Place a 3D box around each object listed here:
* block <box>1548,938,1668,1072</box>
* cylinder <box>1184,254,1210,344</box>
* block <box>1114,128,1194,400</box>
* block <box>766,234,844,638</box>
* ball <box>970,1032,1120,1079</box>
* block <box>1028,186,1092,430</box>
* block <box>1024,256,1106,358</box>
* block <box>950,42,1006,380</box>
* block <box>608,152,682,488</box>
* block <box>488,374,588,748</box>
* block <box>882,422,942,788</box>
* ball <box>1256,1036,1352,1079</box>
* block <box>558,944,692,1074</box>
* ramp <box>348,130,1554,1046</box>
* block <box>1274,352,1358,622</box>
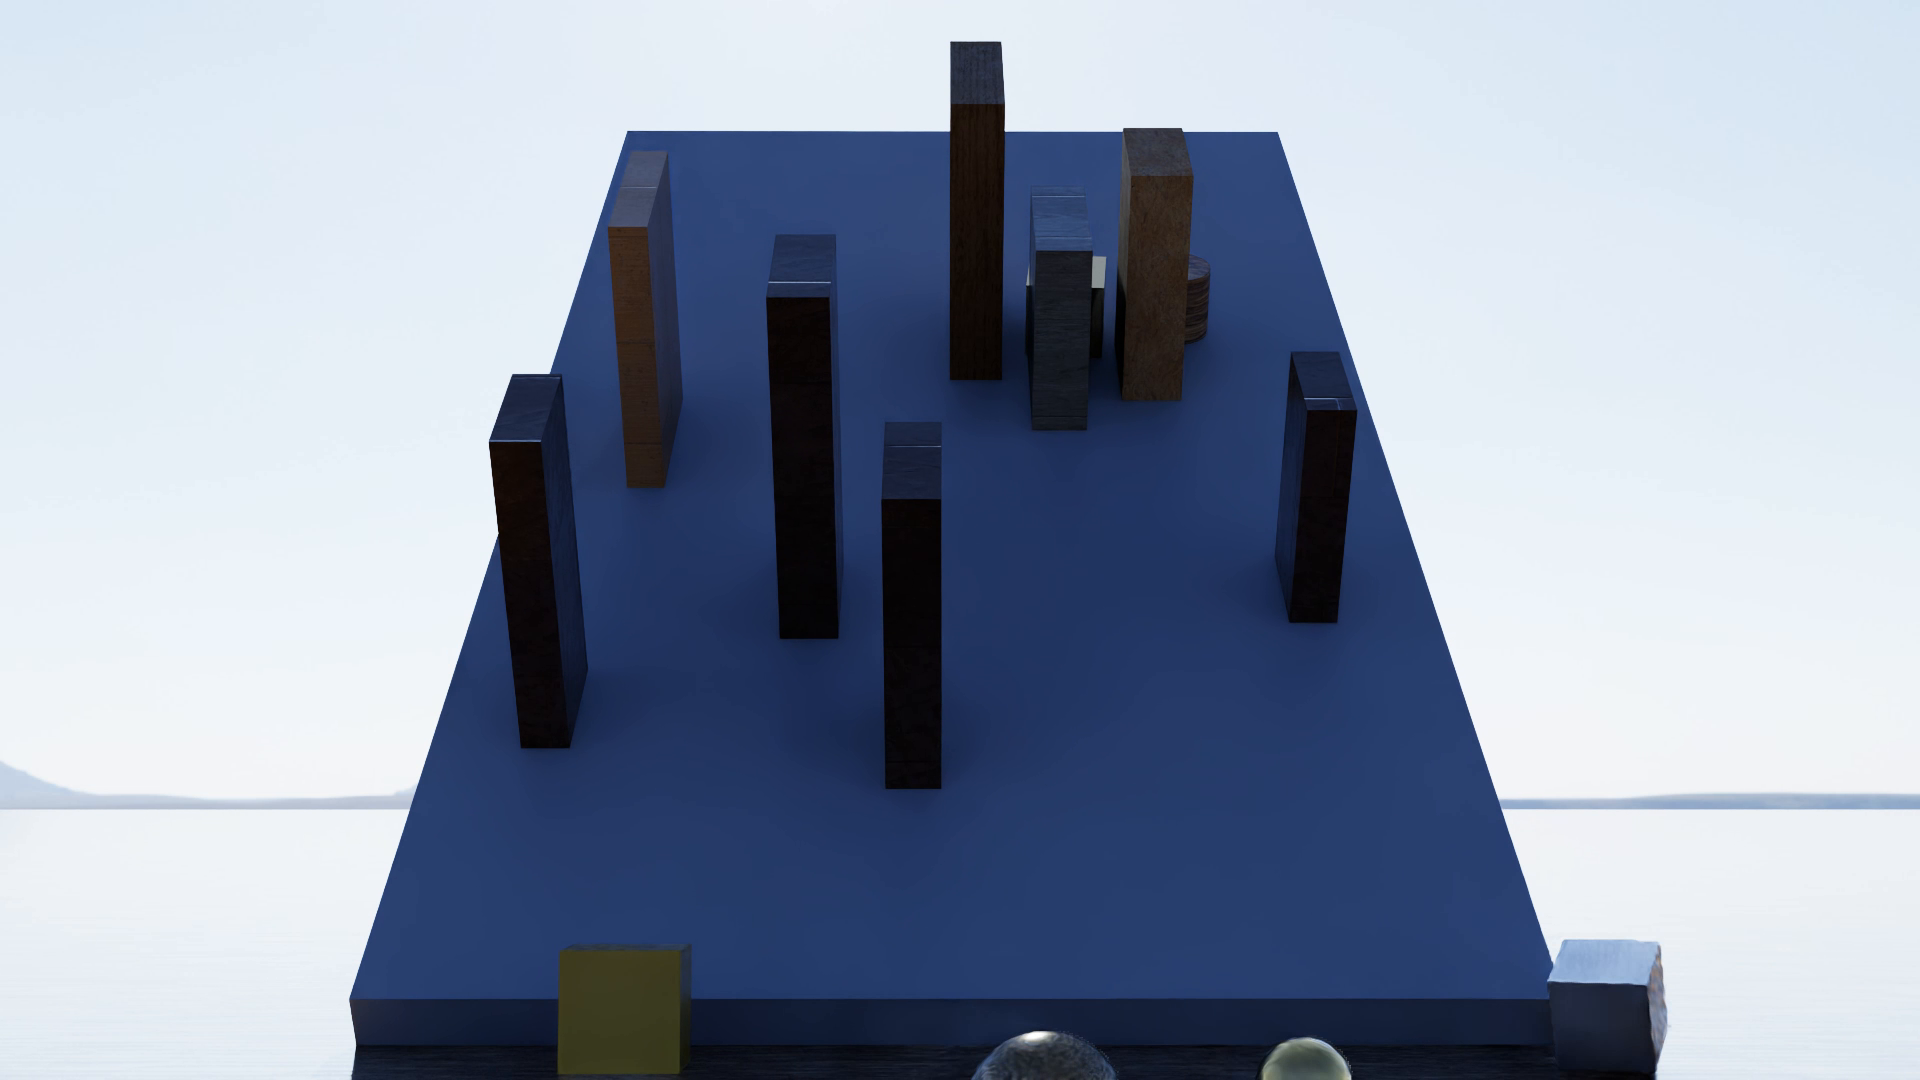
[{"bbox_3d":[0.989,0.708,3.686,0.146,0.146,0.146,-3,16,25],"label":"block"},{"bbox_3d":[0.545,-0.615,6.160,0.177,0.177,0.177,0,30,0],"label":"cylinder"},{"bbox_3d":[0.464,-0.666,5.848,0.143,0.579,0.311,0,30,0],"label":"block"},{"bbox_3d":[-0.307,-0.203,4.867,0.119,0.761,0.300,0,30,0],"label":"block"},{"bbox_3d":[0.087,0.587,2.468,0.168,0.168,0.168,0,-6,0],"label":"ball"},{"bbox_3d":[0.236,-0.557,5.779,0.129,0.460,0.394,0,30,0],"label":"block"},{"bbox_3d":[0.267,-0.591,6.102,0.192,0.192,0.192,2,30,4],"label":"block"},{"bbox_3d":[0.039,-0.814,5.968,0.127,0.711,0.447,0,30,0],"label":"block"},{"bbox_3d":[-0.711,-0.505,5.508,0.084,0.635,0.444,0,30,0],"label":"block"},{"bbox_3d":[-0.787,0.043,4.544,0.092,0.657,0.271,0,30,0],"label":"block"},{"bbox_3d":[-0.086,0.123,4.453,0.103,0.616,0.288,0,30,0],"label":"block"},{"bbox_3d":[0.419,0.664,2.945,0.117,0.117,0.117,0,-6,0],"label":"ball"},{"bbox_3d":[-0.510,0.714,3.695,0.181,0.181,0.181,0,-6,-1],"label":"block"},{"bbox_3d":[-0.013,-0.208,5.733,2.000,0.100,4.000,0,30,0],"label":"ramp"},{"bbox_3d":[0.729,-0.108,4.979,0.098,0.492,0.264,0,30,0],"label":"block"}]
